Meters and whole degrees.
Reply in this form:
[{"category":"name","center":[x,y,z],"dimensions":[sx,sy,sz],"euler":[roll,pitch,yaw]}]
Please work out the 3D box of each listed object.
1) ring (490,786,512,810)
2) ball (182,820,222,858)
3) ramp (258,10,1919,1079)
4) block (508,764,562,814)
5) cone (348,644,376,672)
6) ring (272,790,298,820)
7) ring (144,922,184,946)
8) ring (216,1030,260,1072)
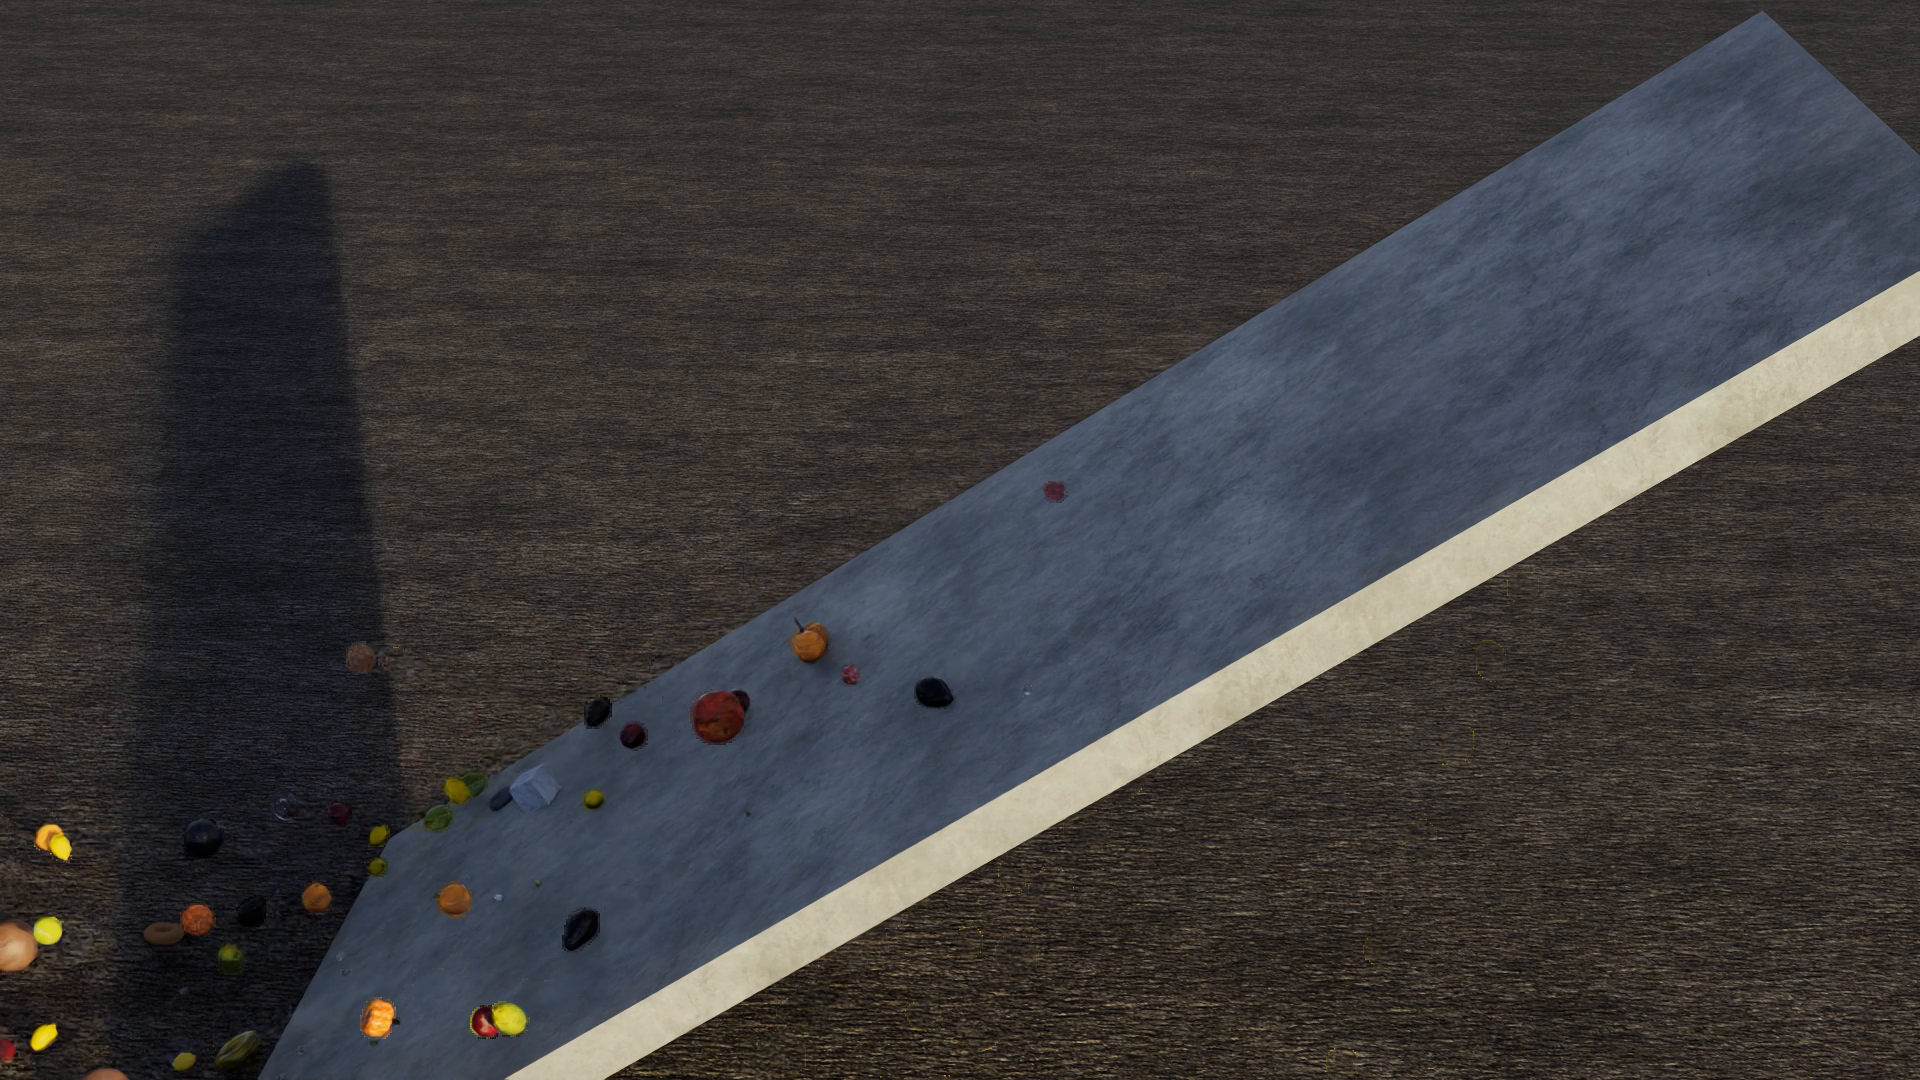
[{"category":"ring","center":[-1.139,0.643,7.321],"dimensions":[0.078,0.026,0.078],"euler":[-35,16,12]},{"category":"ball","center":[-2.003,0.789,7.775],"dimensions":[0.099,0.099,0.099],"euler":[0,20,0]},{"category":"ramp","center":[0.139,0.171,6.296],"dimensions":[4.000,0.100,2.000],"euler":[-31,15,14]},{"category":"block","center":[-1.028,0.602,7.114],"dimensions":[0.075,0.075,0.075],"euler":[-26,17,30]},{"category":"cone","center":[-1.801,0.352,8.920],"dimensions":[0.089,0.089,0.089],"euler":[-14,-2,-32]},{"category":"ring","center":[-1.831,0.720,7.973],"dimensions":[0.087,0.087,0.029],"euler":[11,20,28]},{"category":"ring","center":[-1.988,0.984,7.344],"dimensions":[0.098,0.033,0.098],"euler":[2,17,-1]},{"category":"ring","center":[-1.661,1.175,6.767],"dimensions":[0.117,0.039,0.117],"euler":[-31,18,11]}]
